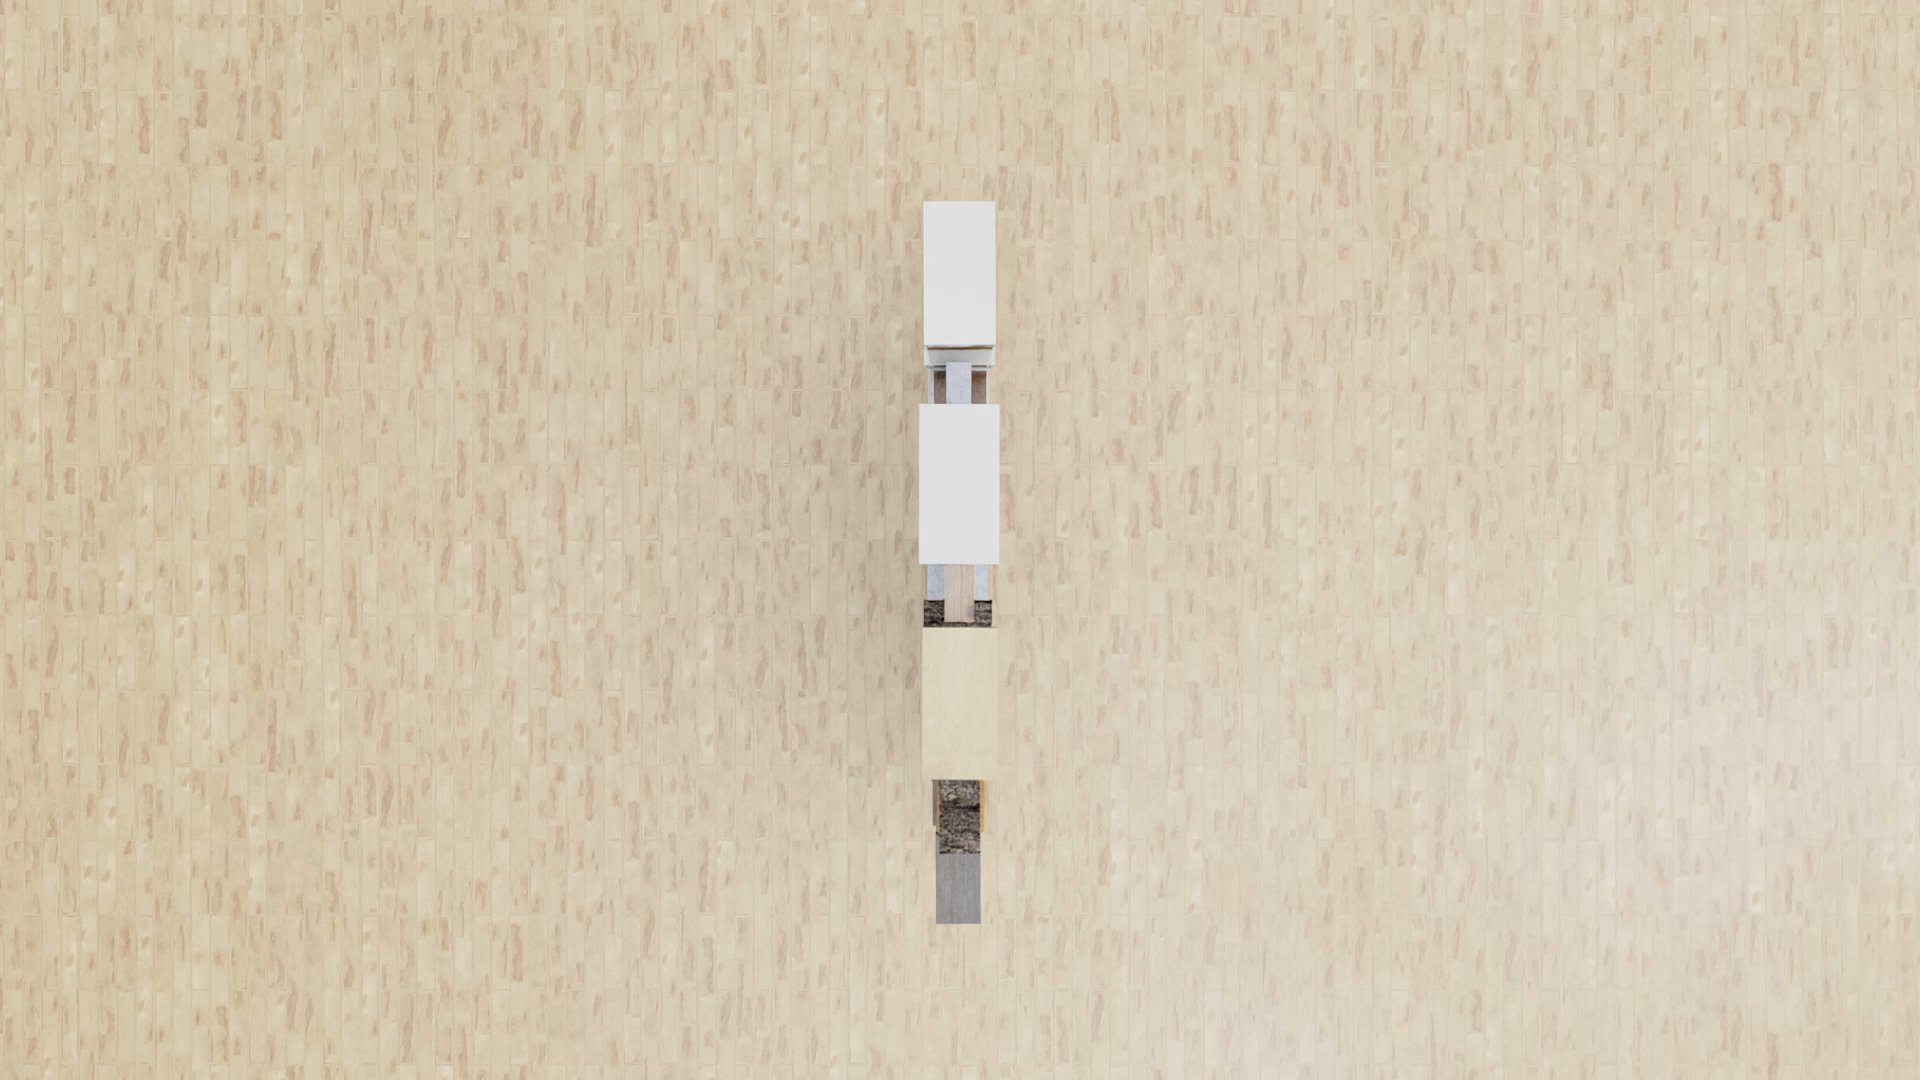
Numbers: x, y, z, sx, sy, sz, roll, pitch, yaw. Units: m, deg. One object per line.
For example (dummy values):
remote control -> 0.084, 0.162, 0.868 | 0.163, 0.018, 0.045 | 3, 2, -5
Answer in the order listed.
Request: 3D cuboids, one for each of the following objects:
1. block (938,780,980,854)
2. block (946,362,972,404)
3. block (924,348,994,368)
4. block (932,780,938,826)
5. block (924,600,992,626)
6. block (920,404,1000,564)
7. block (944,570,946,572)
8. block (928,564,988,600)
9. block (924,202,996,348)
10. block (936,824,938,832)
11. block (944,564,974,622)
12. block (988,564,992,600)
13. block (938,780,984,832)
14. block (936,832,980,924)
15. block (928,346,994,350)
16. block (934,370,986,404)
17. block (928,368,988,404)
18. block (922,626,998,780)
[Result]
block -> -0.001, 0.657, 3.987 | 0.099, 0.028, 0.198 | -1, 90, 0
block -> -0.003, -0.370, 3.995 | 0.060, 0.017, 0.120 | 0, 90, 0
block -> -0.002, -0.599, 4.056 | 0.172, 0.049, 0.344 | 0, 90, 0
block -> -0.004, 0.635, 4.489 | 0.139, 0.039, 0.278 | 0, 90, 0
block -> -0.006, 0.326, 4.192 | 0.174, 0.049, 0.347 | 0, 90, 0
block -> -0.002, -0.126, 3.738 | 0.180, 0.051, 0.360 | 0, 90, 0
block -> -0.001, 0.082, 4.057 | 0.070, 0.140, 0.020 | 0, 90, 0
block -> -0.005, -0.003, 4.149 | 0.152, 0.043, 0.304 | 0, 90, 0
block -> -0.001, -0.594, 3.691 | 0.159, 0.045, 0.319 | 0, 90, 0
block -> -0.005, 0.787, 4.354 | 0.115, 0.230, 0.033 | 0, 90, 0
block -> -0.002, 0.128, 3.978 | 0.070, 0.020, 0.140 | 0, 90, 0
block -> 0.002, 0.013, 4.499 | 0.173, 0.049, 0.347 | 0, 90, 0
block -> 0.003, 0.626, 4.216 | 0.118, 0.034, 0.237 | 0, 90, 0
block -> -0.005, 0.864, 4.223 | 0.115, 0.033, 0.230 | 0, 90, 0
block -> 0.000, -0.488, 3.873 | 0.159, 0.319, 0.045 | 0, 90, 0
block -> 0.001, -0.291, 4.142 | 0.132, 0.037, 0.264 | 0, 90, 0
block -> -0.004, -0.328, 4.447 | 0.163, 0.046, 0.327 | 0, 90, 0
block -> 0.000, 0.374, 3.796 | 0.173, 0.049, 0.347 | 0, 90, 0
